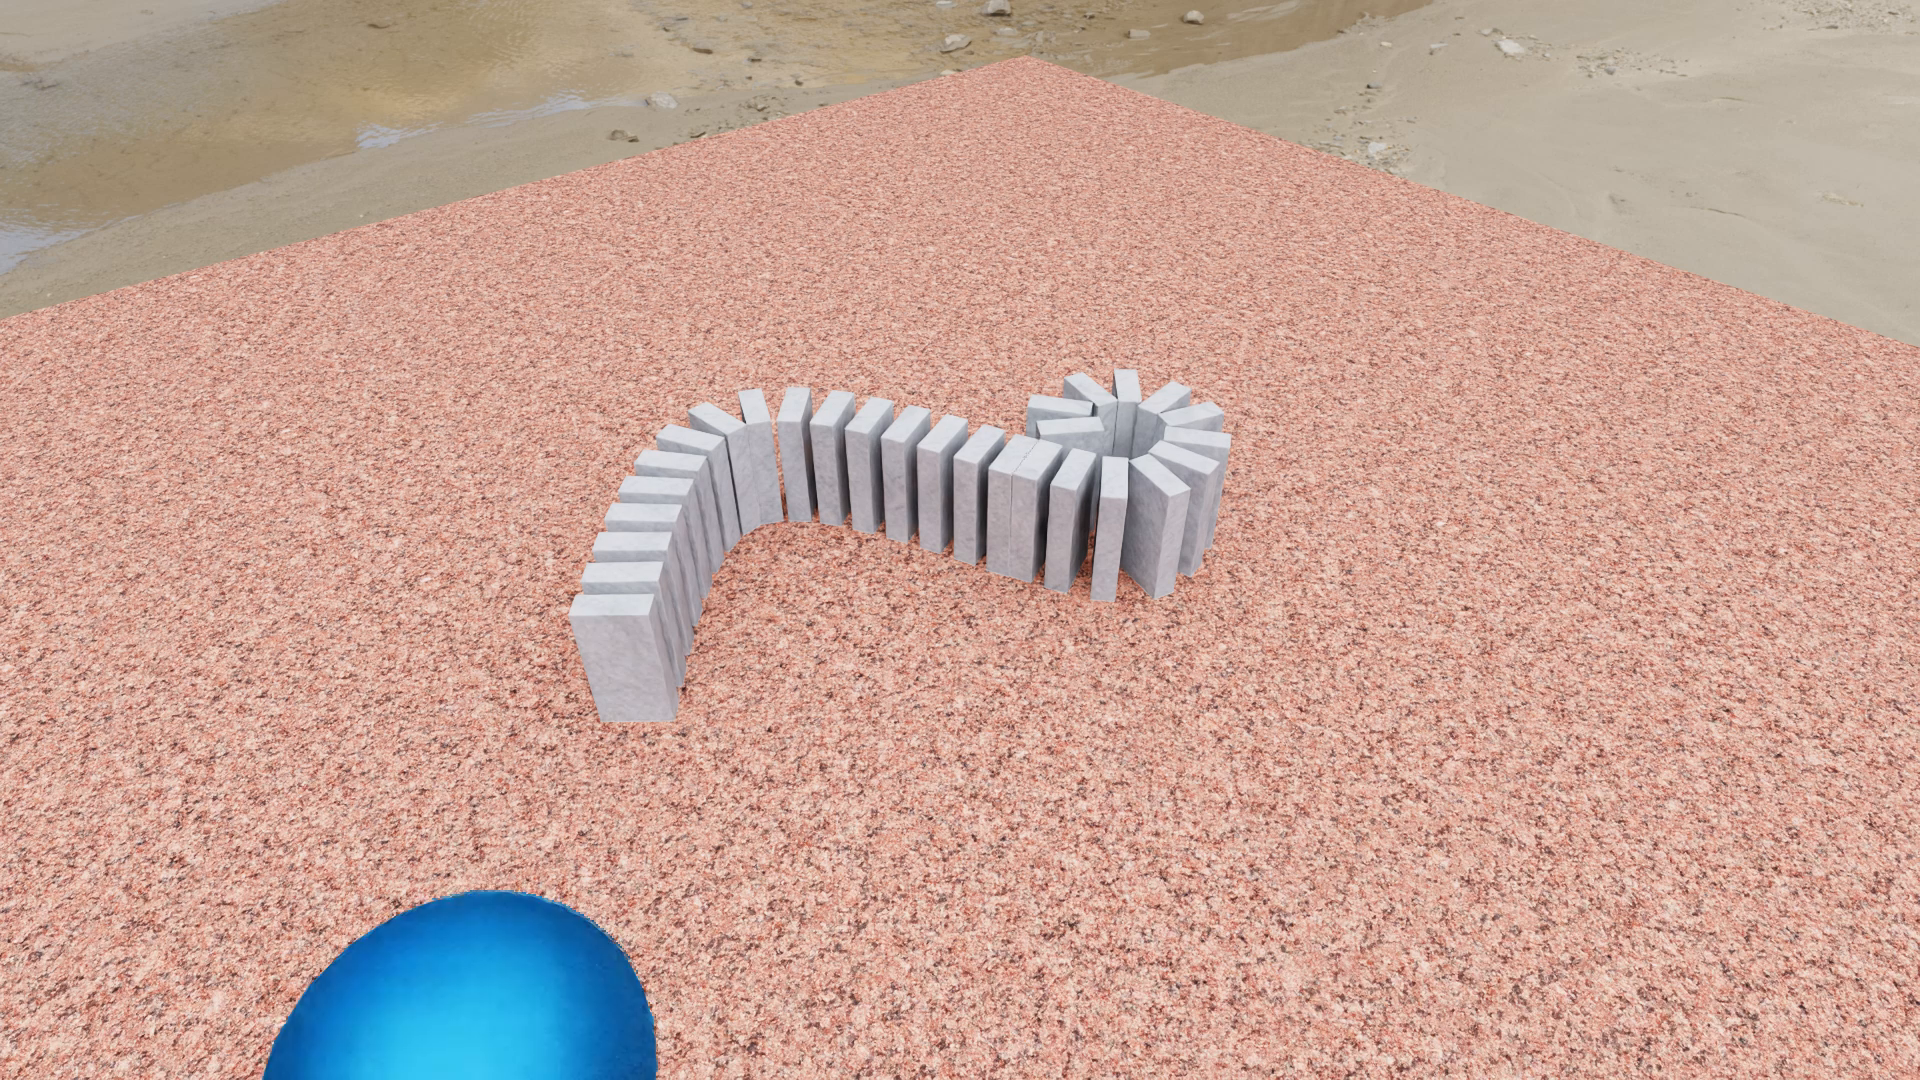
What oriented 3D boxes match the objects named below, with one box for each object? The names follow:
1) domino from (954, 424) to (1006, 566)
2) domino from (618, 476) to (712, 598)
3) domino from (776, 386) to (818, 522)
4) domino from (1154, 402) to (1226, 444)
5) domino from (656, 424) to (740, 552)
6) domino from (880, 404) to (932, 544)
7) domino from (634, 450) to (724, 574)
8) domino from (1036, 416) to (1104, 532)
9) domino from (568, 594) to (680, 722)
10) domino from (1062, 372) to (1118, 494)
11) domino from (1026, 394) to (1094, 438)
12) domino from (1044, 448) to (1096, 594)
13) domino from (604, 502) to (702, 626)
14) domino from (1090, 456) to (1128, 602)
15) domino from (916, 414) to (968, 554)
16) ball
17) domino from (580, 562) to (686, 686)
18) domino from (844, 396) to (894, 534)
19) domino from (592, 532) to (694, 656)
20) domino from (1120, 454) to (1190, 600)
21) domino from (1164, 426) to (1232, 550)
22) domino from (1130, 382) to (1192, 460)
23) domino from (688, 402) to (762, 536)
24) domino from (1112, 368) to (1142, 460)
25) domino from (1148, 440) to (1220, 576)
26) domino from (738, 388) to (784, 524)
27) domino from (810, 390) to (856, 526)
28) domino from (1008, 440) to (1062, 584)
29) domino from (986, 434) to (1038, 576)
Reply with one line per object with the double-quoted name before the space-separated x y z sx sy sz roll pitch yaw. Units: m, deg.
"domino" 0.008 -0.017 0.433 0.009 0.050 0.025 18 43 21
"domino" -0.110 0.000 0.412 0.025 0.050 0.010 3 39 4
"domino" -0.066 -0.035 0.454 0.009 0.050 0.025 2 39 3
"domino" 0.091 -0.031 0.449 0.025 0.050 0.010 -15 42 -17
"domino" -0.103 -0.020 0.436 0.025 0.050 0.010 15 42 17
"domino" -0.021 -0.026 0.444 0.009 0.050 0.025 15 42 18
"domino" -0.108 -0.010 0.424 0.025 0.050 0.009 7 40 8
"domino" 0.043 -0.025 0.442 0.025 0.050 0.009 -5 40 -6
"domino" -0.110 0.040 0.363 0.025 0.050 0.010 0 39 -1
"domino" 0.053 -0.042 0.463 0.010 0.050 0.025 -20 43 -22
"domino" 0.040 -0.035 0.454 0.025 0.050 0.009 9 40 11
"domino" 0.042 -0.007 0.420 0.009 0.050 0.025 15 42 18
"domino" -0.111 0.010 0.400 0.025 0.050 0.010 2 39 2
"domino" 0.056 -0.004 0.416 0.009 0.050 0.025 5 40 6
"domino" -0.007 -0.022 0.438 0.010 0.050 0.025 18 42 20
"ball" -0.108 0.119 0.242 0.080 0.080 0.080 0 39 0
"domino" -0.110 0.030 0.375 0.025 0.050 0.010 -1 39 -1
"domino" -0.036 -0.030 0.448 0.009 0.050 0.025 14 41 16
"domino" -0.111 0.020 0.388 0.025 0.050 0.010 0 39 0
"domino" 0.073 -0.005 0.417 0.009 0.050 0.025 -19 43 -22
"domino" 0.091 -0.020 0.436 0.025 0.050 0.010 8 40 10
"domino" 0.082 -0.038 0.458 0.009 0.050 0.025 29 48 31
"domino" -0.095 -0.029 0.446 0.025 0.050 0.009 30 48 31
"domino" 0.069 -0.044 0.465 0.009 0.050 0.025 1 39 2
"domino" 0.083 -0.012 0.426 0.025 0.050 0.010 25 45 27
"domino" -0.082 -0.034 0.453 0.010 0.050 0.025 -11 41 -13
"domino" -0.051 -0.033 0.452 0.010 0.050 0.025 10 40 12
"domino" 0.029 -0.011 0.425 0.009 0.050 0.025 17 42 20
"domino" 0.020 -0.013 0.427 0.009 0.050 0.025 17 42 20
